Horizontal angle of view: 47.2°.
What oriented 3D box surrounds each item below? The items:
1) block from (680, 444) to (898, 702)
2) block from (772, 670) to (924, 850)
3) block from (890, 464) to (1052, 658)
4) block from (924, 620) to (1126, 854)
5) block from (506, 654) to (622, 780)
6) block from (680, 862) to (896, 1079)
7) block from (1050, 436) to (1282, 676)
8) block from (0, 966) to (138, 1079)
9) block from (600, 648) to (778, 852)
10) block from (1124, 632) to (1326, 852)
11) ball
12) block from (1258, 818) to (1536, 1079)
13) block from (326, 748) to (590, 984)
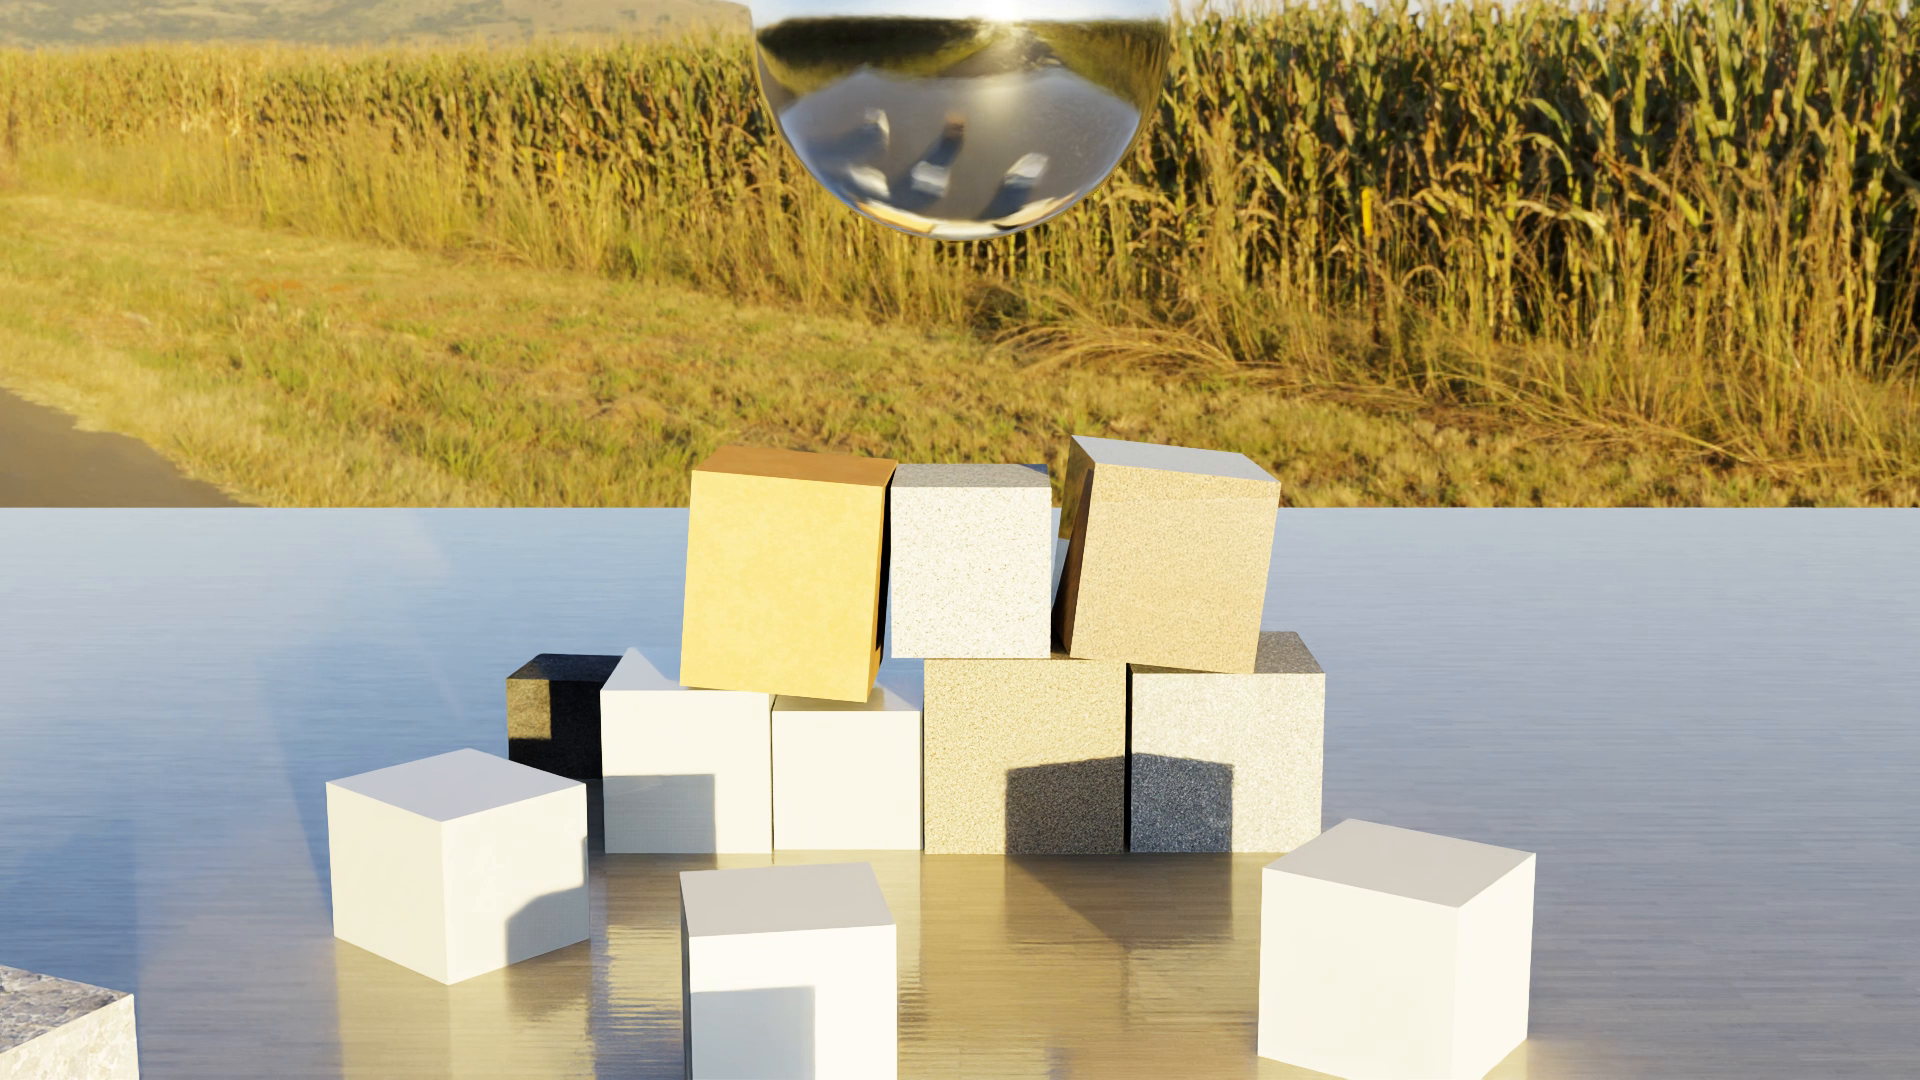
[{"bbox_3d":[-0.850,0.147,11.143,0.922,1.069,0.940,5,10,2],"label":"block"},{"bbox_3d":[-0.558,1.124,11.394,0.746,0.713,0.866,0,10,0],"label":"block"},{"bbox_3d":[0.058,0.091,11.150,0.779,0.849,0.800,0,10,1],"label":"block"},{"bbox_3d":[0.320,0.992,11.337,0.989,0.991,0.946,0,10,0],"label":"block"},{"bbox_3d":[-2.175,0.997,12.523,0.623,0.558,0.618,1,10,7],"label":"block"},{"bbox_3d":[-0.659,1.688,8.298,0.742,0.710,0.725,-2,10,-10],"label":"block"},{"bbox_3d":[1.009,0.058,11.130,0.912,0.963,0.944,6,10,-6],"label":"block"},{"bbox_3d":[-3.134,1.885,6.903,0.735,0.820,0.764,5,11,25],"label":"block"},{"bbox_3d":[-1.356,1.068,11.366,0.828,0.833,0.946,0,10,0],"label":"block"},{"bbox_3d":[1.324,1.024,11.374,0.946,0.916,0.953,0,10,0],"label":"block"},{"bbox_3d":[0.000,-1.941,8.332,1.600,1.600,1.600,0,10,0],"label":"ball"},{"bbox_3d":[1.701,1.613,8.563,0.792,0.762,0.765,7,13,34],"label":"block"},{"bbox_3d":[-2.222,1.422,9.754,0.867,0.713,0.754,9,14,41],"label":"block"}]
